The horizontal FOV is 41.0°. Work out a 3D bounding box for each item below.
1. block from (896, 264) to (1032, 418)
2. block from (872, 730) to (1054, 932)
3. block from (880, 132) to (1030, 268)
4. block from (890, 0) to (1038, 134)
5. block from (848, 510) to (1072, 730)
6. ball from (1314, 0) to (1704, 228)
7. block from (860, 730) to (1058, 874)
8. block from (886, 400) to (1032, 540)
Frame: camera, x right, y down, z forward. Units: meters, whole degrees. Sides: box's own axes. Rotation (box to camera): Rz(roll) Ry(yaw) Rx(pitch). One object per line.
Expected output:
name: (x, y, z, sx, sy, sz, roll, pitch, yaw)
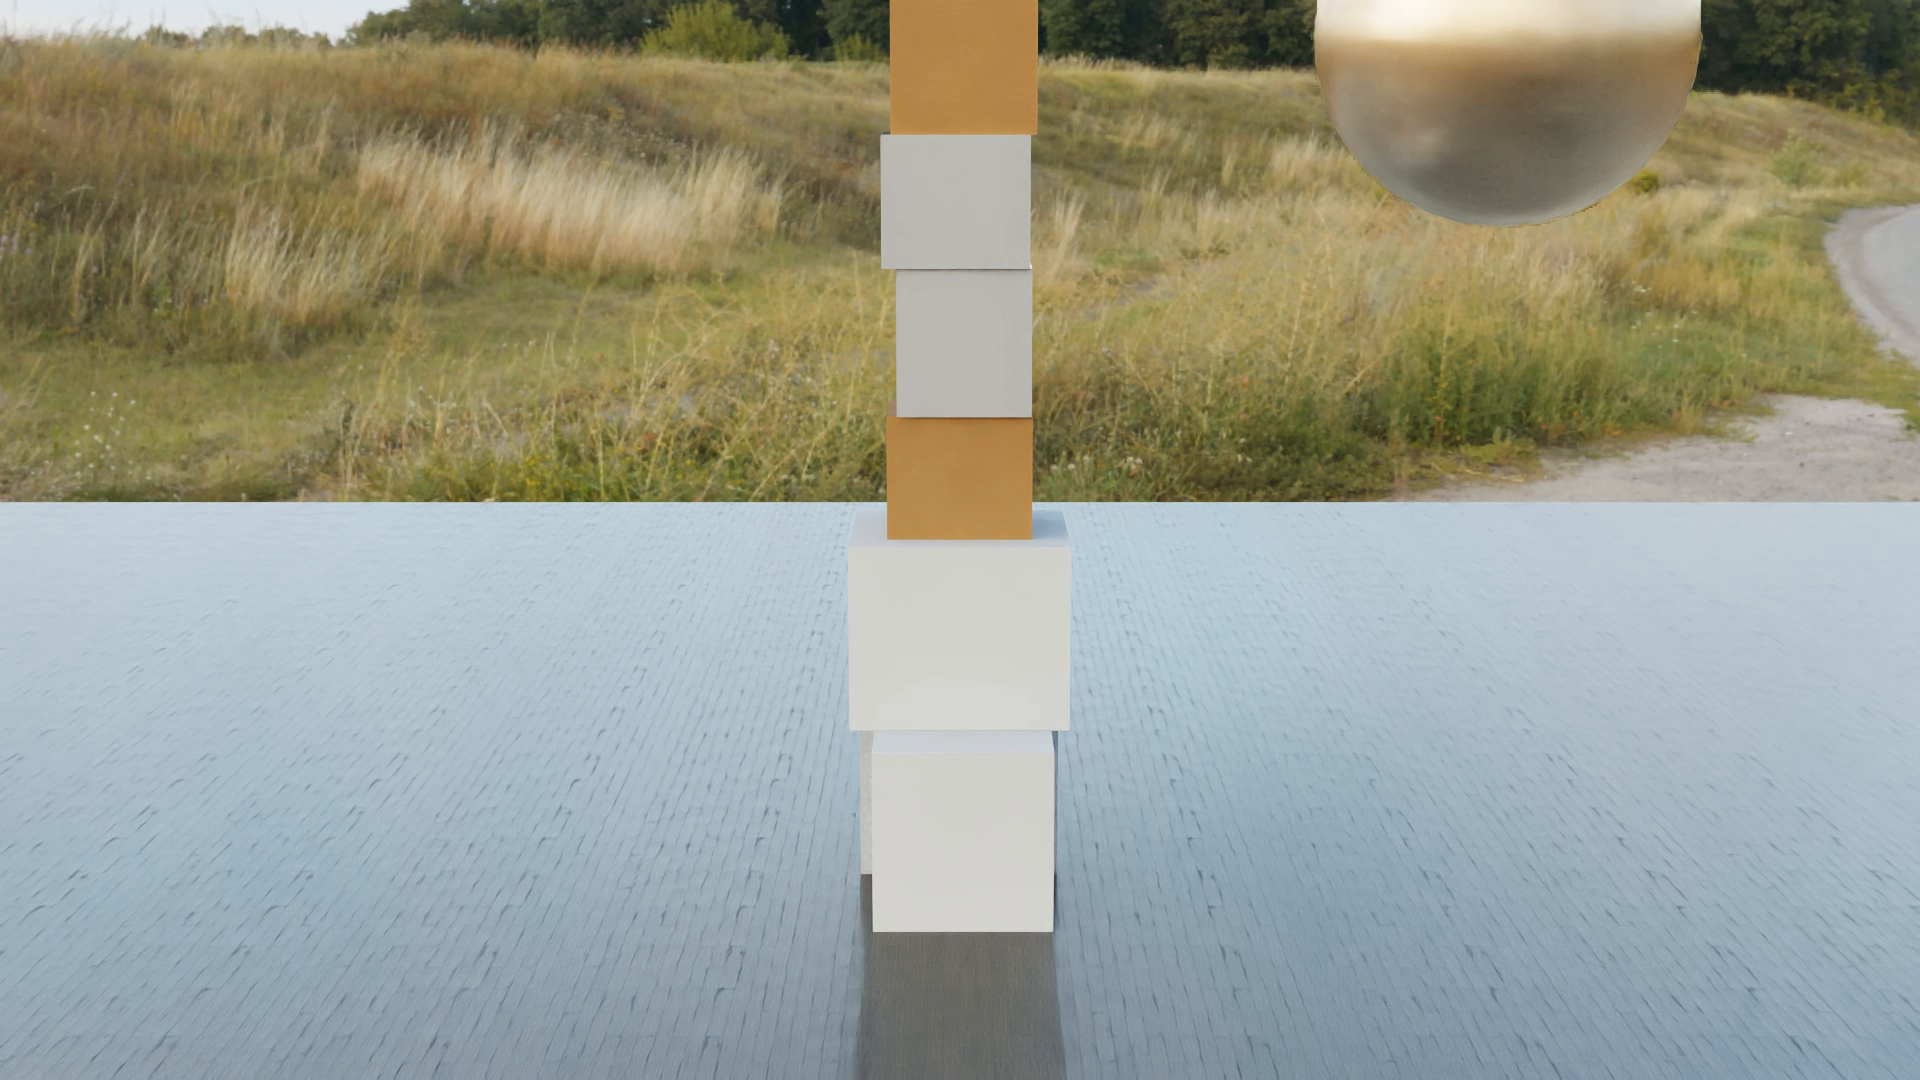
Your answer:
block: (0.018, -0.877, 11.021, 0.566, 0.623, 0.617, 0, 10, 0)
block: (0.013, 1.178, 10.944, 0.747, 0.766, 0.770, 0, 10, 0)
block: (-0.018, -1.454, 10.916, 0.618, 0.550, 0.659, 0, 10, 0)
block: (0.016, -2.042, 10.809, 0.605, 0.646, 0.601, 0, 10, 0)
block: (-0.002, 0.334, 11.241, 0.931, 0.785, 0.948, 0, 10, 0)
ball: (2.295, -2.122, 10.795, 1.600, 1.600, 1.600, 0, 10, 0)
block: (-0.004, 1.028, 11.764, 0.873, 0.768, 0.877, 0, 10, 0)
block: (-0.002, -0.311, 11.124, 0.616, 0.527, 0.562, 0, 10, 0)
